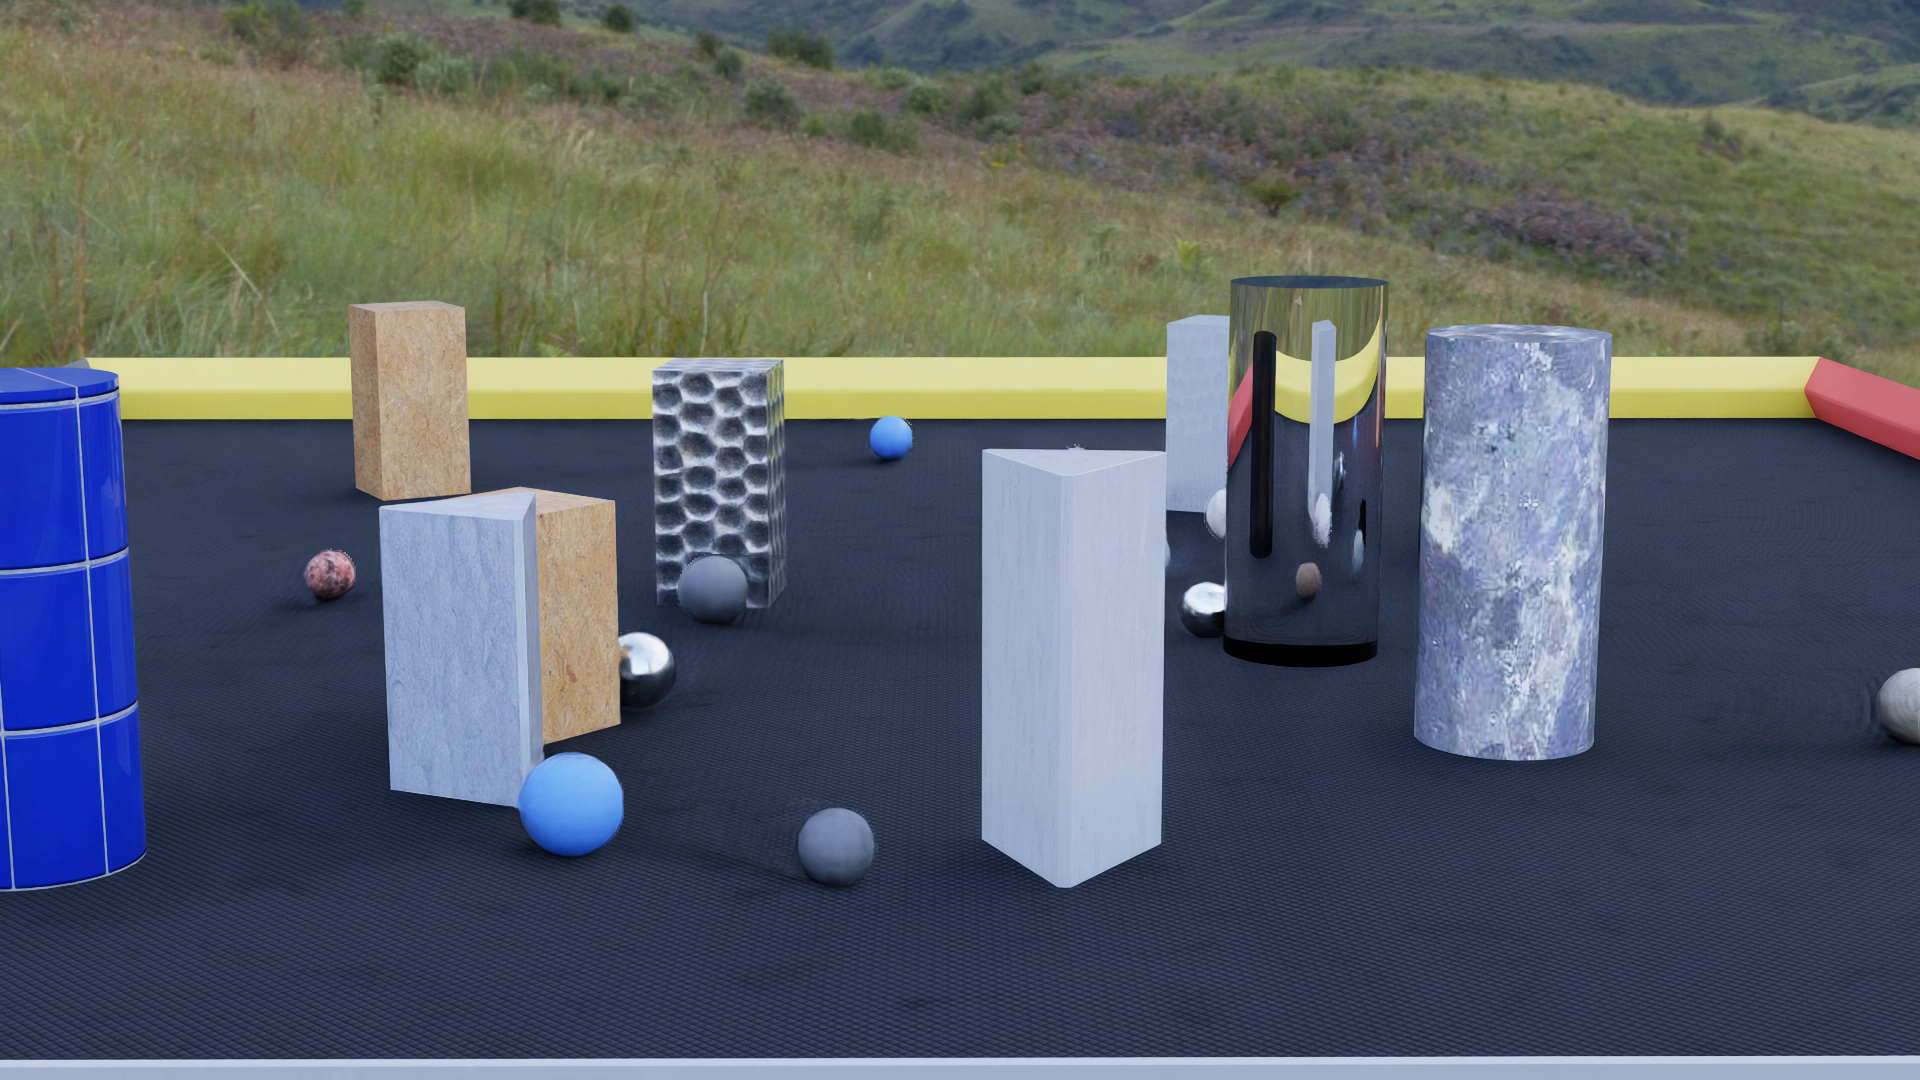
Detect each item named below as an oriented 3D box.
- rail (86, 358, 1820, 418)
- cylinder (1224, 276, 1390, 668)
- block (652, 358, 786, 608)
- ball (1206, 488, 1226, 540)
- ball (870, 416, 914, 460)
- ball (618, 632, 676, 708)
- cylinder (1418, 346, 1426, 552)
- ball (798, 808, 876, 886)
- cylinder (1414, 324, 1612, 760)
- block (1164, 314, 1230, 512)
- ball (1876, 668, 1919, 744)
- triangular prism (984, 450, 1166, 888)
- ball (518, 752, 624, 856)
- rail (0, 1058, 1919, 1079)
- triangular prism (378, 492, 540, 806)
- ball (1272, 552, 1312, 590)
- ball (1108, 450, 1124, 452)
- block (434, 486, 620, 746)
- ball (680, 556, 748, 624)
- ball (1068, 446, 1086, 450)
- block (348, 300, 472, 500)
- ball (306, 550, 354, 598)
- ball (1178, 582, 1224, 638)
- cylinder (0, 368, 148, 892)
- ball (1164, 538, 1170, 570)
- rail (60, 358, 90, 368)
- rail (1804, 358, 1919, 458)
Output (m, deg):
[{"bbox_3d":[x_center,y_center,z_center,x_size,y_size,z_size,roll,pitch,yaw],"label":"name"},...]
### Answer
[{"bbox_3d":[-0.011,-0.311,5.297,3.591,0.125,0.045,0,11,0],"label":"rail"},{"bbox_3d":[0.428,-0.089,3.186,0.193,0.462,0.193,0,11,0],"label":"cylinder"},{"bbox_3d":[-0.329,-0.082,3.532,0.154,0.321,0.154,1,11,5],"label":"block"},{"bbox_3d":[0.423,-0.040,3.945,0.088,0.088,0.088,0,11,0],"label":"ball"},{"bbox_3d":[-0.127,-0.189,4.765,0.082,0.082,0.082,0,11,0],"label":"ball"},{"bbox_3d":[-0.363,0.147,2.898,0.086,0.086,0.086,0,11,0],"label":"ball"},{"bbox_3d":[0.789,-0.139,3.841,0.193,0.320,0.193,0,11,0],"label":"cylinder"},{"bbox_3d":[-0.111,0.275,2.300,0.070,0.070,0.070,0,11,0],"label":"ball"},{"bbox_3d":[0.595,-0.002,2.770,0.193,0.443,0.193,0,11,0],"label":"cylinder"},{"bbox_3d":[0.441,-0.209,4.250,0.154,0.309,0.154,5,12,24],"label":"block"},{"bbox_3d":[1.035,0.180,2.776,0.083,0.083,0.083,0,11,0],"label":"ball"},{"bbox_3d":[0.082,0.107,2.370,0.145,0.374,0.167,7,13,34],"label":"triangular prism"},{"bbox_3d":[-0.361,0.246,2.386,0.096,0.096,0.096,0,11,0],"label":"ball"},{"bbox_3d":[0.011,0.376,1.602,3.591,0.125,0.045,0,11,0],"label":"rail"},{"bbox_3d":[-0.474,0.104,2.616,0.167,0.290,0.145,5,12,25],"label":"triangular prism"},{"bbox_3d":[0.465,0.042,3.596,0.054,0.054,0.054,0,11,0],"label":"ball"},{"bbox_3d":[0.266,-0.116,4.383,0.077,0.077,0.077,0,11,0],"label":"ball"},{"bbox_3d":[-0.488,0.083,2.831,0.154,0.253,0.154,8,13,38],"label":"block"},{"bbox_3d":[-0.323,0.066,3.374,0.089,0.089,0.089,0,11,0],"label":"ball"},{"bbox_3d":[0.203,-0.127,4.460,0.071,0.071,0.071,0,11,0],"label":"ball"},{"bbox_3d":[-0.945,-0.242,4.402,0.154,0.319,0.154,-6,12,-29],"label":"block"},{"bbox_3d":[-0.869,0.048,3.535,0.066,0.066,0.066,0,11,0],"label":"ball"},{"bbox_3d":[0.317,0.090,3.292,0.072,0.072,0.072,0,11,0],"label":"ball"},{"bbox_3d":[-0.855,0.076,2.340,0.193,0.447,0.193,0,11,0],"label":"cylinder"},{"bbox_3d":[0.262,0.019,3.659,0.076,0.076,0.076,0,11,0],"label":"ball"},{"bbox_3d":[-1.772,0.034,3.439,0.045,0.125,3.806,0,11,0],"label":"rail"},{"bbox_3d":[1.772,0.030,3.459,0.045,0.125,3.806,0,11,0],"label":"rail"}]
